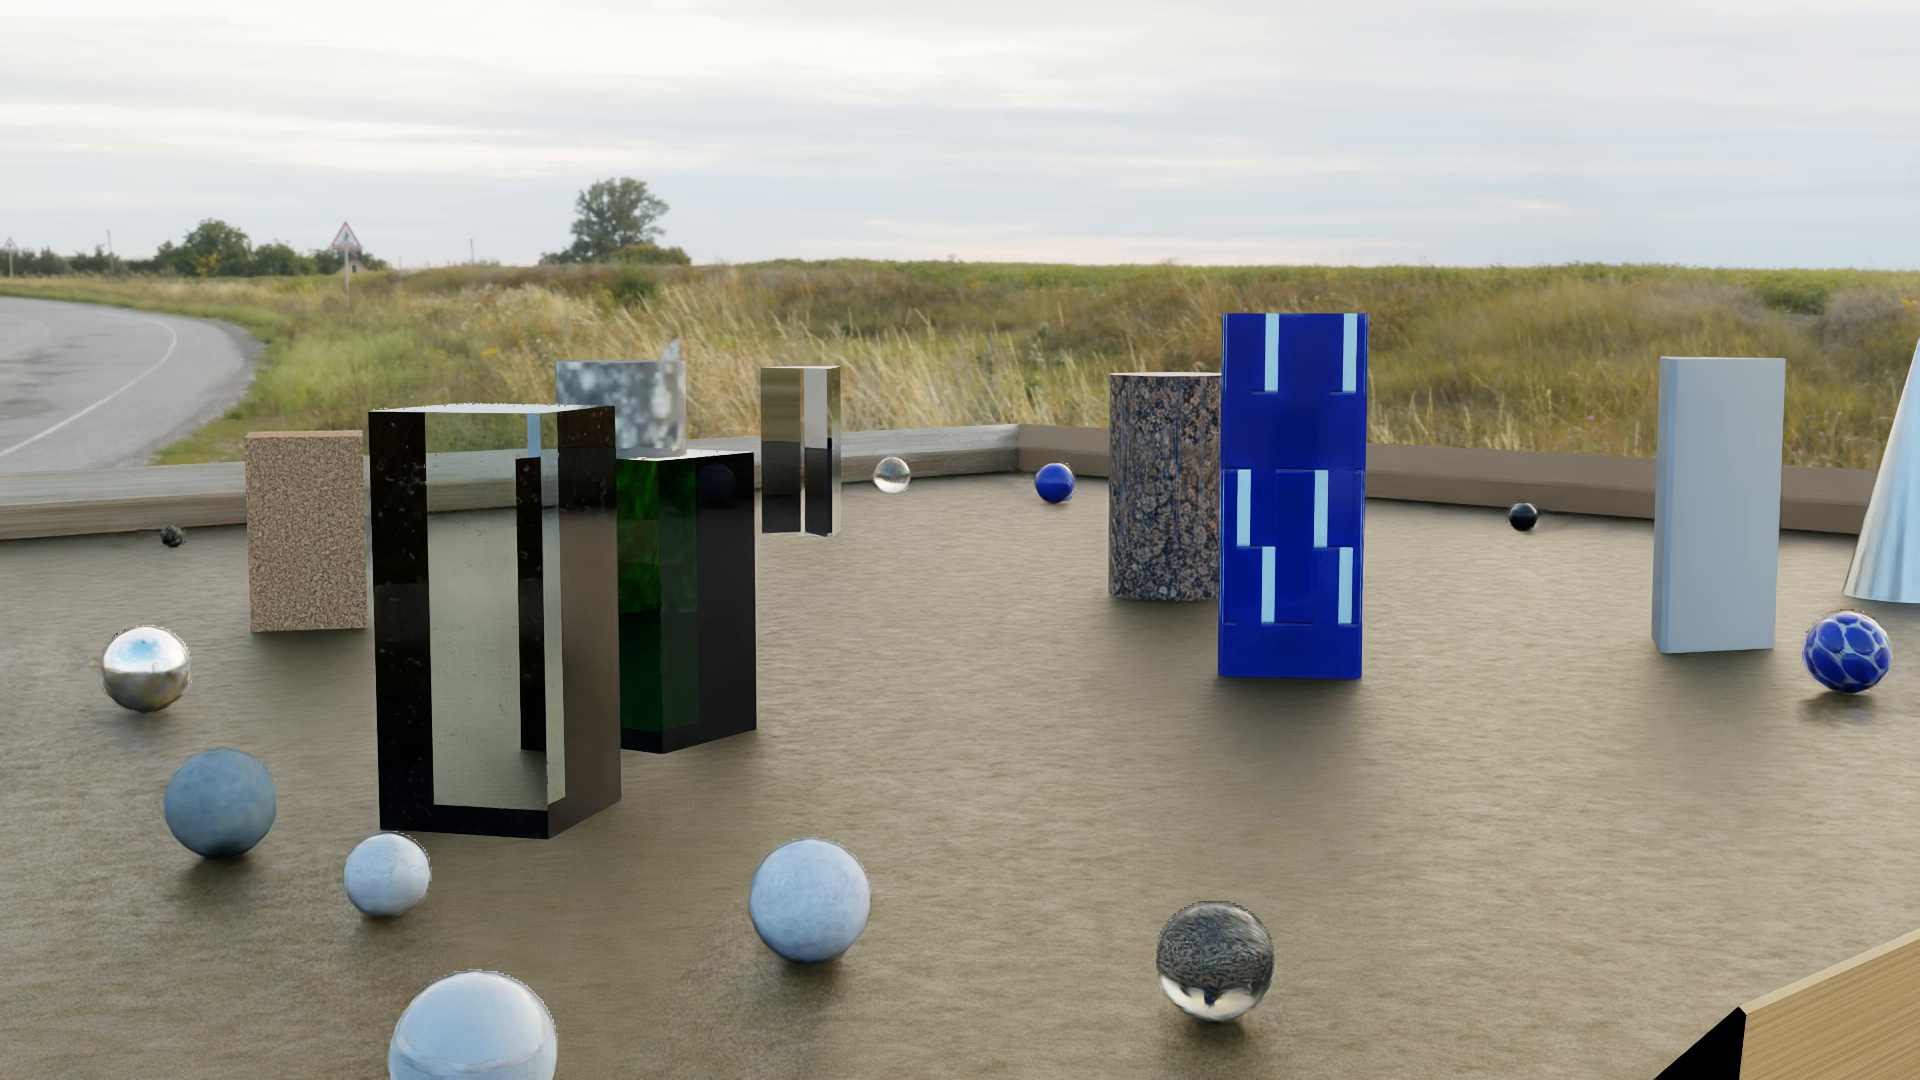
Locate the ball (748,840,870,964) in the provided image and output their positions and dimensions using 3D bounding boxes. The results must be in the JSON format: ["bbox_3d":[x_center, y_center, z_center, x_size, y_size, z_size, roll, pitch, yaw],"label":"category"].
[{"bbox_3d":[-0.103,0.247,1.506,0.083,0.083,0.083,0,6,0],"label":"ball"}]

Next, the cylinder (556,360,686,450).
[{"bbox_3d":[-0.515,-0.089,3.358,0.196,0.367,0.196,0,6,0],"label":"cylinder"}]

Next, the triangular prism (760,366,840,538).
[{"bbox_3d":[-0.285,-0.179,4.394,0.170,0.331,0.147,4,7,33],"label":"triangular prism"}]

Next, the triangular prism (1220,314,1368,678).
[{"bbox_3d":[0.410,-0.060,2.727,0.170,0.440,0.147,1,6,7],"label":"triangular prism"}]

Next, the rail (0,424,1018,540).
[{"bbox_3d":[-1.314,-0.115,4.748,4.065,0.127,0.045,-5,8,-42],"label":"rail"}]

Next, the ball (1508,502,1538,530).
[{"bbox_3d":[1.139,-0.047,4.450,0.057,0.057,0.057,0,6,0],"label":"ball"}]

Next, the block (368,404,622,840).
[{"bbox_3d":[-0.404,0.064,1.931,0.157,0.359,0.157,2,6,14],"label":"block"}]

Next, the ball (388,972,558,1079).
[{"bbox_3d":[-0.262,0.278,1.185,0.089,0.089,0.089,0,6,0],"label":"ball"}]

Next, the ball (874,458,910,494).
[{"bbox_3d":[-0.165,-0.157,5.346,0.088,0.088,0.088,0,6,0],"label":"ball"}]

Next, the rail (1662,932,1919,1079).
[{"bbox_3d":[1.314,0.181,1.916,4.065,0.127,0.045,-5,8,-42],"label":"rail"}]

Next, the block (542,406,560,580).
[{"bbox_3d":[-0.584,-0.079,3.652,0.157,0.286,0.157,-5,8,-39],"label":"block"}]

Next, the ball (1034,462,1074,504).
[{"bbox_3d":[0.219,-0.132,5.086,0.093,0.093,0.093,0,6,0],"label":"ball"}]

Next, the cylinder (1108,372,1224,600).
[{"bbox_3d":[0.332,-0.088,3.457,0.196,0.345,0.196,0,6,0],"label":"cylinder"}]

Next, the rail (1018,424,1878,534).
[{"bbox_3d":[1.476,-0.109,4.687,0.045,0.127,3.922,-5,8,-42],"label":"rail"}]

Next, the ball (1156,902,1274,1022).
[{"bbox_3d":[0.160,0.265,1.381,0.074,0.074,0.074,0,6,0],"label":"ball"}]

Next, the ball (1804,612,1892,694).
[{"bbox_3d":[1.035,0.131,2.564,0.095,0.095,0.095,0,6,0],"label":"ball"}]

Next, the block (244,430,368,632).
[{"bbox_3d":[-0.929,-0.017,3.133,0.157,0.270,0.157,-2,6,-15],"label":"block"}]

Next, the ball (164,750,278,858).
[{"bbox_3d":[-0.603,0.215,1.793,0.087,0.087,0.087,0,6,0],"label":"ball"}]

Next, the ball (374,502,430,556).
[{"bbox_3d":[-1.012,-0.019,3.980,0.098,0.098,0.098,0,6,0],"label":"ball"}]

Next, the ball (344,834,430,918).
[{"bbox_3d":[-0.421,0.247,1.616,0.062,0.062,0.062,0,6,0],"label":"ball"}]

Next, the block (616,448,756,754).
[{"bbox_3d":[-0.325,0.057,2.303,0.157,0.296,0.157,4,7,32],"label":"block"}]

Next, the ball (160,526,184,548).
[{"bbox_3d":[-1.481,-0.007,4.137,0.042,0.042,0.042,0,6,0],"label":"ball"}]

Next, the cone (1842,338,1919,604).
[{"bbox_3d":[1.487,-0.118,3.424,0.196,0.411,0.196,0,6,0],"label":"cone"}]

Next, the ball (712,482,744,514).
[{"bbox_3d":[-0.509,-0.094,4.836,0.070,0.070,0.070,0,6,0],"label":"ball"}]

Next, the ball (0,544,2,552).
[{"bbox_3d":[-1.710,0.014,3.847,0.061,0.061,0.061,0,6,0],"label":"ball"}]

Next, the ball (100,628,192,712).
[{"bbox_3d":[-0.903,0.144,2.439,0.094,0.094,0.094,0,6,0],"label":"ball"}]

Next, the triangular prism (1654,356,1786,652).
[{"bbox_3d":[0.976,-0.052,2.938,0.170,0.381,0.147,-2,6,-17],"label":"triangular prism"}]
